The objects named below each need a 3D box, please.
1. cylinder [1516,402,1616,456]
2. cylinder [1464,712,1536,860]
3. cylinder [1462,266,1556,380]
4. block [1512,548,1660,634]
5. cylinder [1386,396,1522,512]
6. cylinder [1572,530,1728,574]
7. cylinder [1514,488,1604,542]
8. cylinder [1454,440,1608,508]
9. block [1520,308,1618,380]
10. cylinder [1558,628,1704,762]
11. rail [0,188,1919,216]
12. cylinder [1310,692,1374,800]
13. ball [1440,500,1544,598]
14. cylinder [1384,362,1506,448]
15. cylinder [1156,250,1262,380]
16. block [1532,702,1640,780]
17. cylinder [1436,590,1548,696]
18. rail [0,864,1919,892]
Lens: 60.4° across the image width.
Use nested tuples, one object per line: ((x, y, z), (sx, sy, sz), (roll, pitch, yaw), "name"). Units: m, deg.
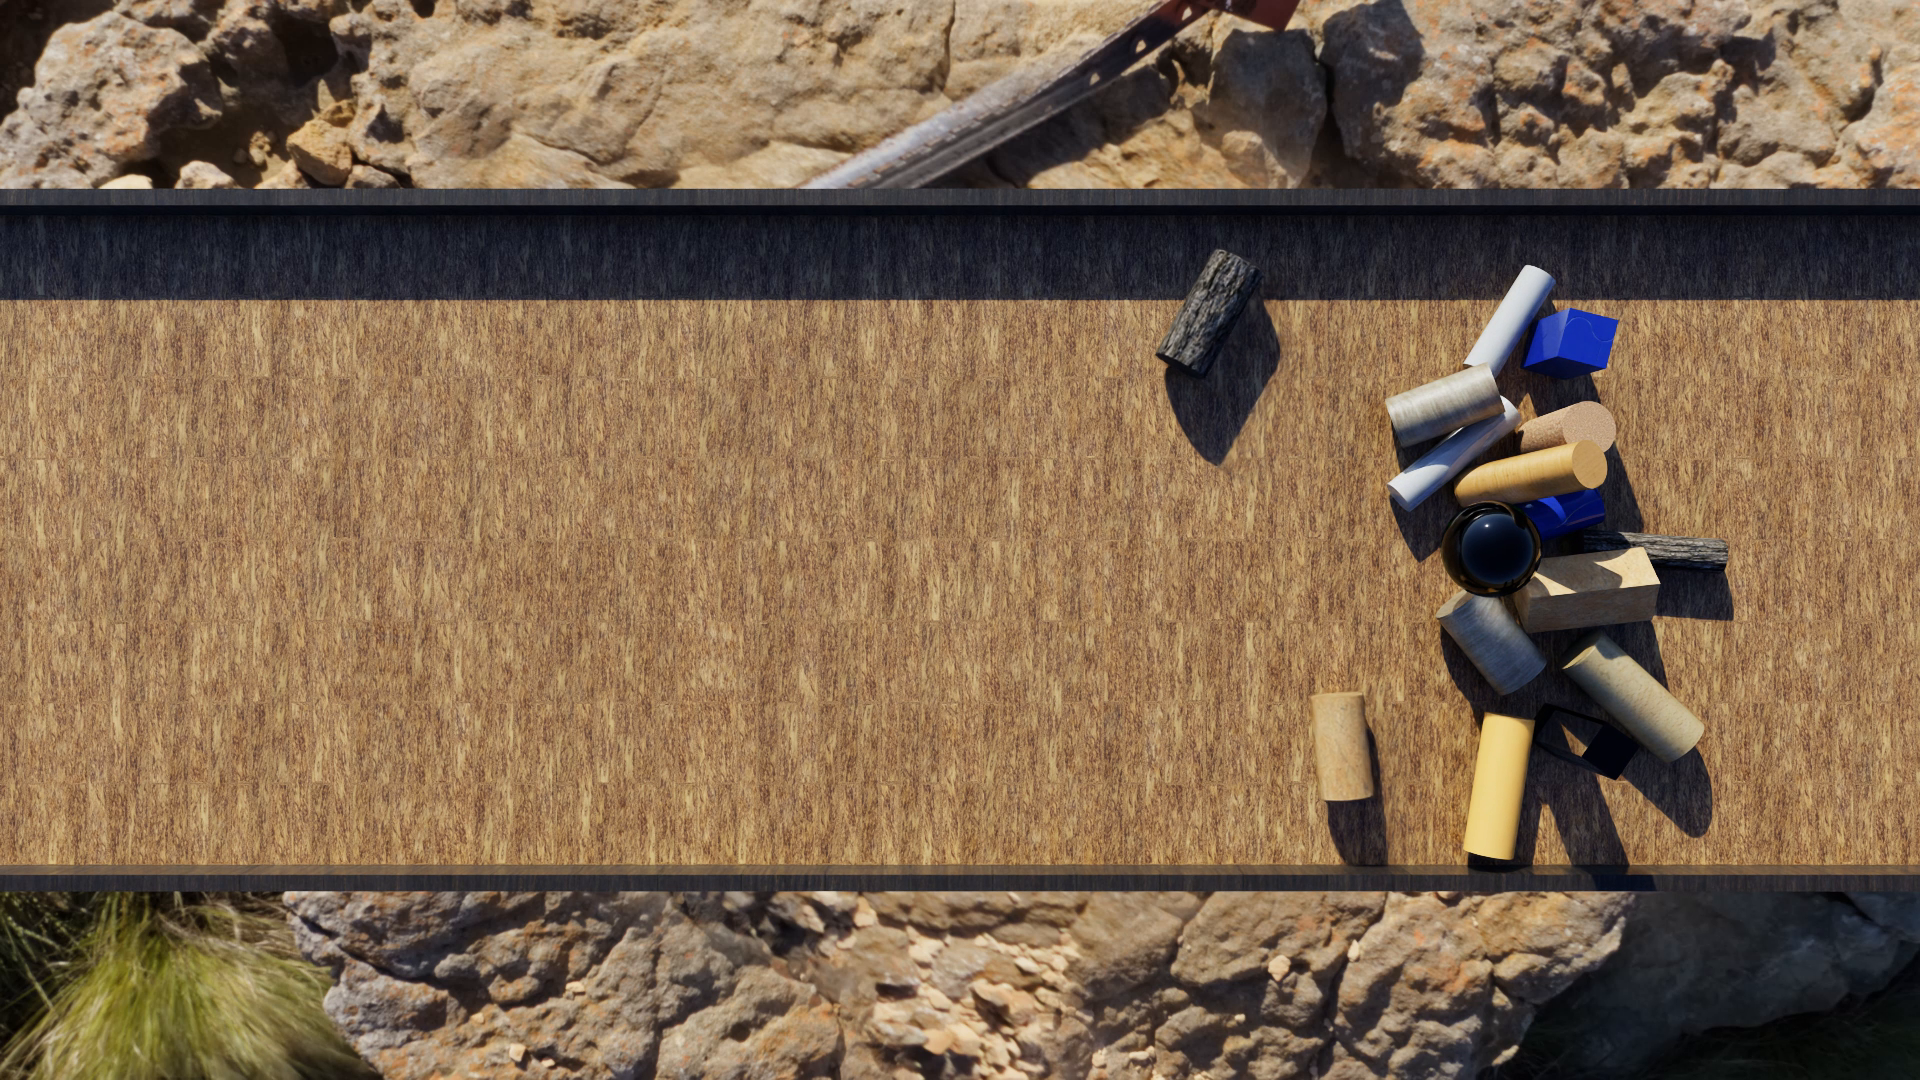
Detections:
((1.798, -0.307, 4.910), (0.161, 0.314, 0.161), (1, 85, -6), "cylinder")
((1.635, 0.742, 5.002), (0.148, 0.148, 0.422), (9, 90, 0), "cylinder")
((1.672, -0.658, 5.023), (0.107, 0.107, 0.353), (32, 90, 0), "cylinder")
((1.875, 0.151, 4.952), (0.372, 0.155, 0.155), (-7, 133, 5), "block")
((1.504, -0.263, 5.022), (0.431, 0.110, 0.110), (-39, 90, 0), "cylinder")
((2.098, 0.035, 5.023), (0.434, 0.107, 0.107), (4, 90, 0), "cylinder")
((1.716, -0.053, 5.004), (0.431, 0.146, 0.146), (-18, 90, 0), "cylinder")
((1.667, -0.184, 4.843), (0.139, 0.457, 0.139), (4, 80, -27), "cylinder")
((1.809, -0.580, 4.911), (0.144, 0.330, 0.144), (15, 90, 1), "block")
((2.030, 0.470, 4.992), (0.420, 0.168, 0.168), (42, 90, 0), "cylinder")
((-2.247, -1.025, 5.002), (12.000, 0.150, 0.050), (0, 90, 0), "rail")
((1.158, 0.623, 4.997), (0.159, 0.159, 0.306), (-6, 90, 0), "cylinder")
((1.543, 0.026, 4.790), (0.284, 0.284, 0.284), (0, 90, 0), "ball")
((1.456, -0.404, 4.952), (0.312, 0.161, 0.161), (-20, 90, 18), "cylinder")
((0.755, -0.681, 4.993), (0.167, 0.167, 0.358), (30, 90, 0), "cylinder")
((1.821, 0.588, 4.853), (0.121, 0.442, 0.121), (35, 90, -2), "block")
((1.605, 0.297, 4.987), (0.179, 0.179, 0.300), (-39, 90, 0), "cylinder")
((-2.247, 1.025, 5.001), (12.000, 0.150, 0.050), (0, 90, 0), "rail")
